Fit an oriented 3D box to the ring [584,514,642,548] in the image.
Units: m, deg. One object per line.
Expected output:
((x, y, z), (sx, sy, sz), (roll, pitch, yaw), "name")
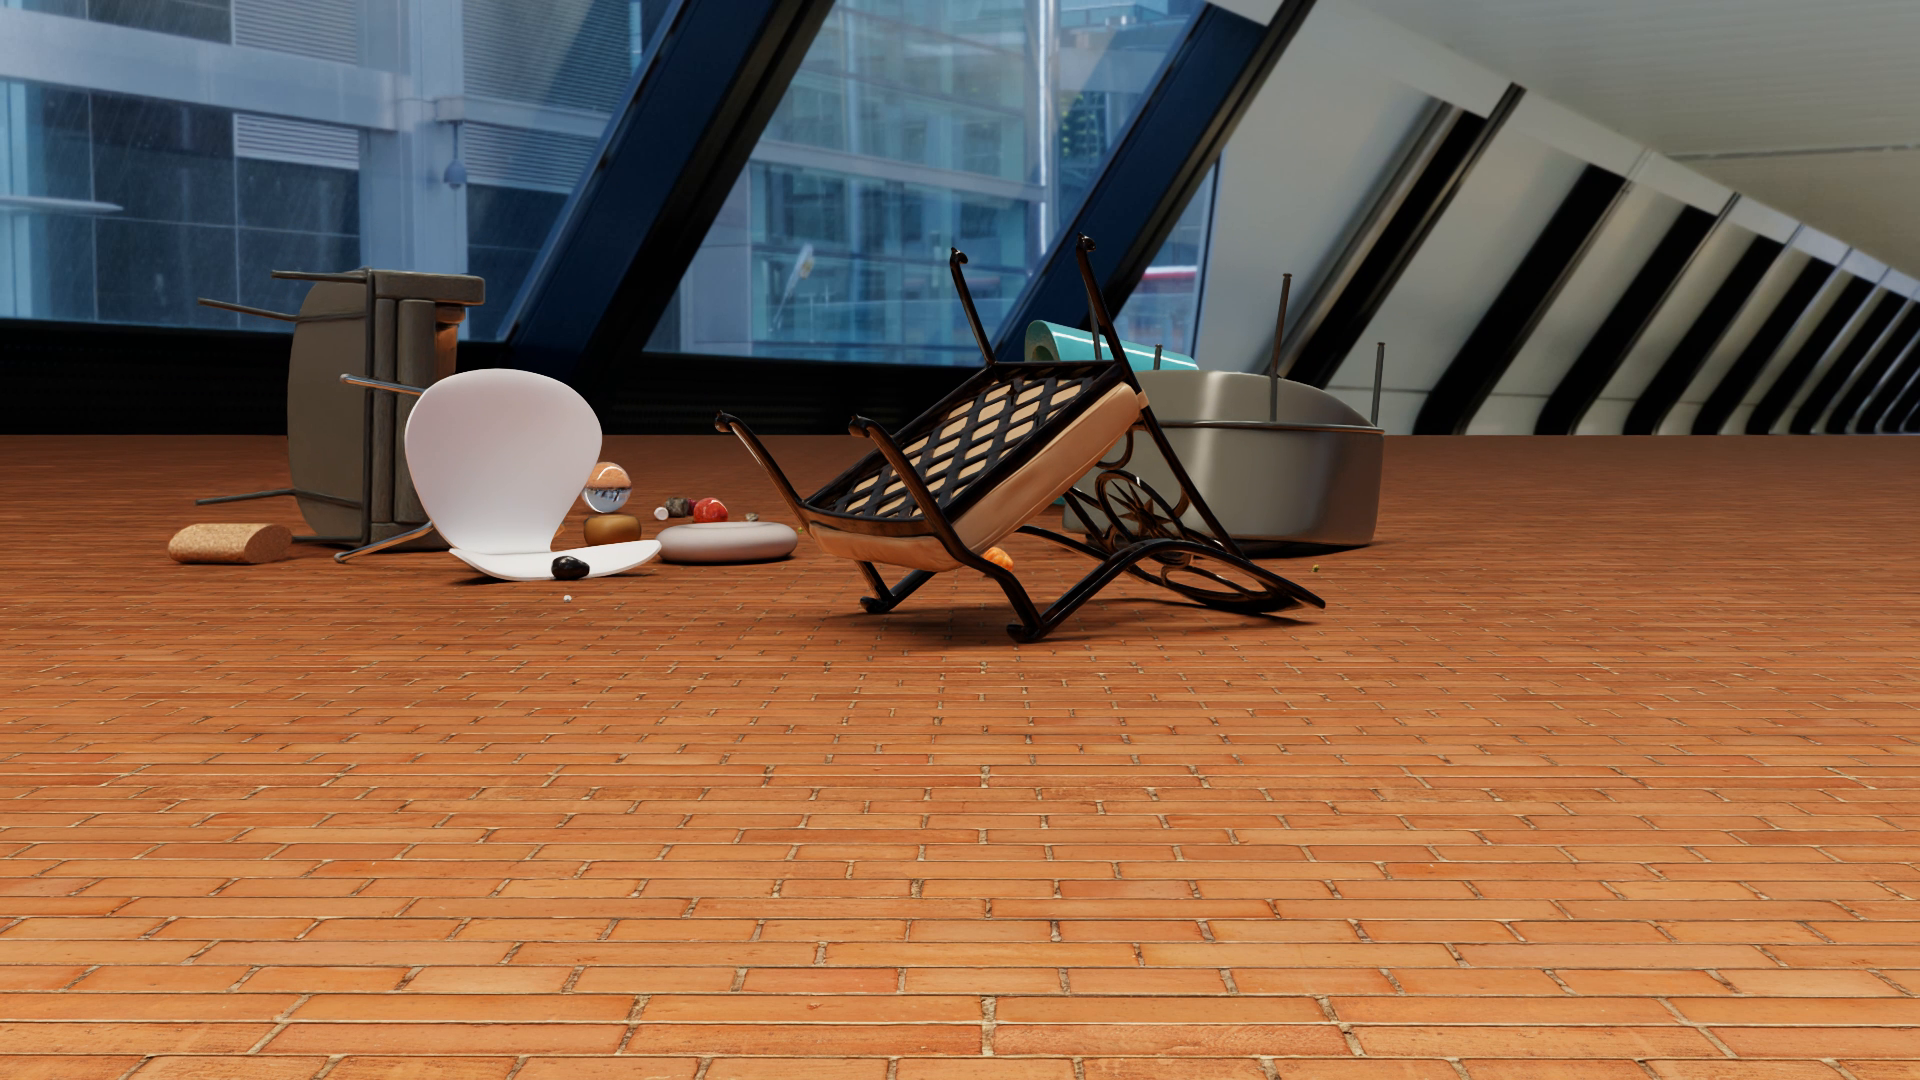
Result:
((-0.991, -0.024, 6.272), (0.161, 0.088, 0.249), (-2, 3, -2), "ring")

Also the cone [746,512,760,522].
((-0.705, -0.067, 7.407), (0.049, 0.034, 0.049), (2, 23, 7), "cone")

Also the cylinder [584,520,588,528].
((-1.105, -0.051, 6.943), (0.118, 0.046, 0.121), (-5, -2, 28), "cylinder")

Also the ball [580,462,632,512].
((-1.286, -0.192, 7.979), (0.186, 0.186, 0.186), (0, 4, 0), "ball")

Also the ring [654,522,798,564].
((-0.615, 0.006, 5.802), (0.354, 0.092, 0.490), (0, 3, 18), "ring")

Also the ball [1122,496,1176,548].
((0.530, -0.051, 6.187), (0.150, 0.150, 0.150), (0, 4, 0), "ball")

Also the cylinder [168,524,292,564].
((-1.892, 0.009, 5.708), (0.217, 0.094, 0.235), (1, 11, 13), "cylinder")
